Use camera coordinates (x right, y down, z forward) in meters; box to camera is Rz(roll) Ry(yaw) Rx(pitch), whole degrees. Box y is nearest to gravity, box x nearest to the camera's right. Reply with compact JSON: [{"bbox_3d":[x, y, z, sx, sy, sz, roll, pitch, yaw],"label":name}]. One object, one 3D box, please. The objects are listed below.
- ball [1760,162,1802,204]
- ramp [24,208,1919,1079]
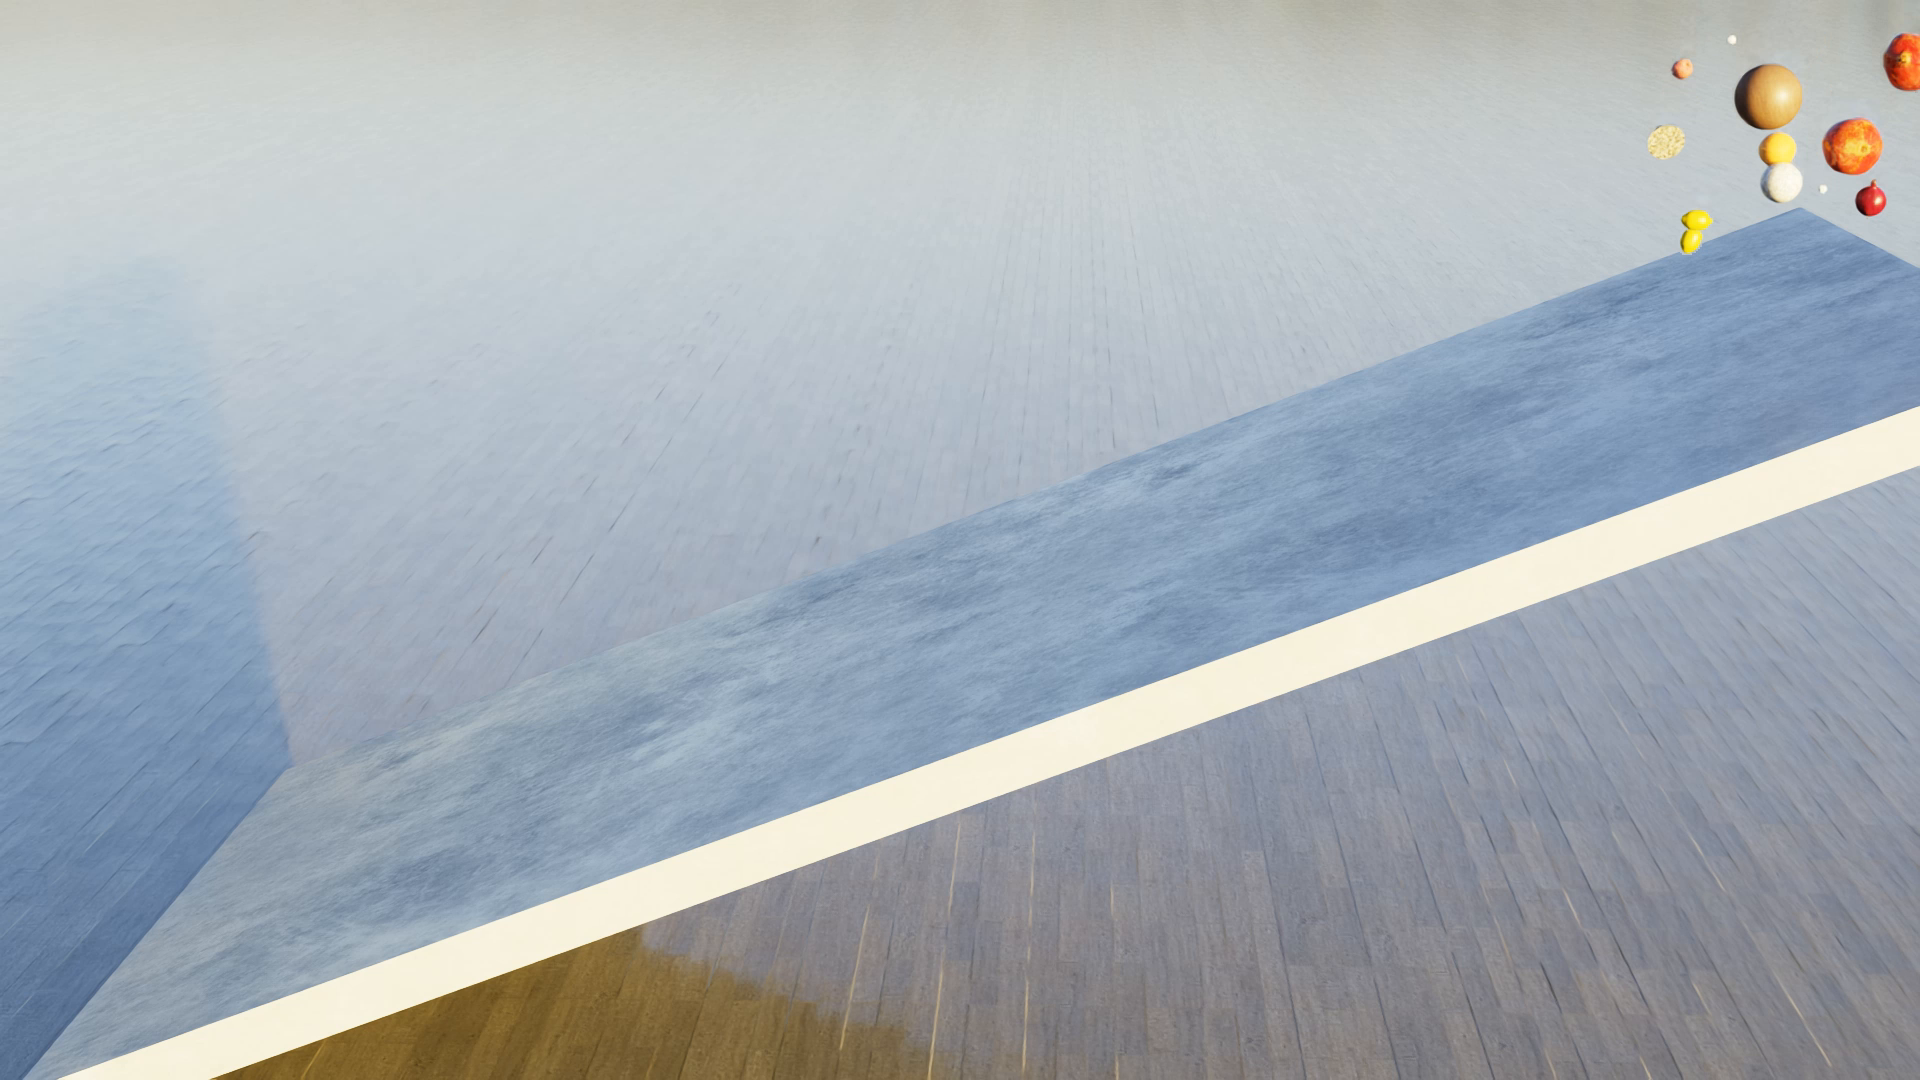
[{"bbox_3d":[1.641,-0.714,5.877,0.082,0.082,0.082,0,13,0],"label":"ball"},{"bbox_3d":[0.121,0.175,6.293,4.000,0.100,2.000,-20,12,7],"label":"ramp"}]
